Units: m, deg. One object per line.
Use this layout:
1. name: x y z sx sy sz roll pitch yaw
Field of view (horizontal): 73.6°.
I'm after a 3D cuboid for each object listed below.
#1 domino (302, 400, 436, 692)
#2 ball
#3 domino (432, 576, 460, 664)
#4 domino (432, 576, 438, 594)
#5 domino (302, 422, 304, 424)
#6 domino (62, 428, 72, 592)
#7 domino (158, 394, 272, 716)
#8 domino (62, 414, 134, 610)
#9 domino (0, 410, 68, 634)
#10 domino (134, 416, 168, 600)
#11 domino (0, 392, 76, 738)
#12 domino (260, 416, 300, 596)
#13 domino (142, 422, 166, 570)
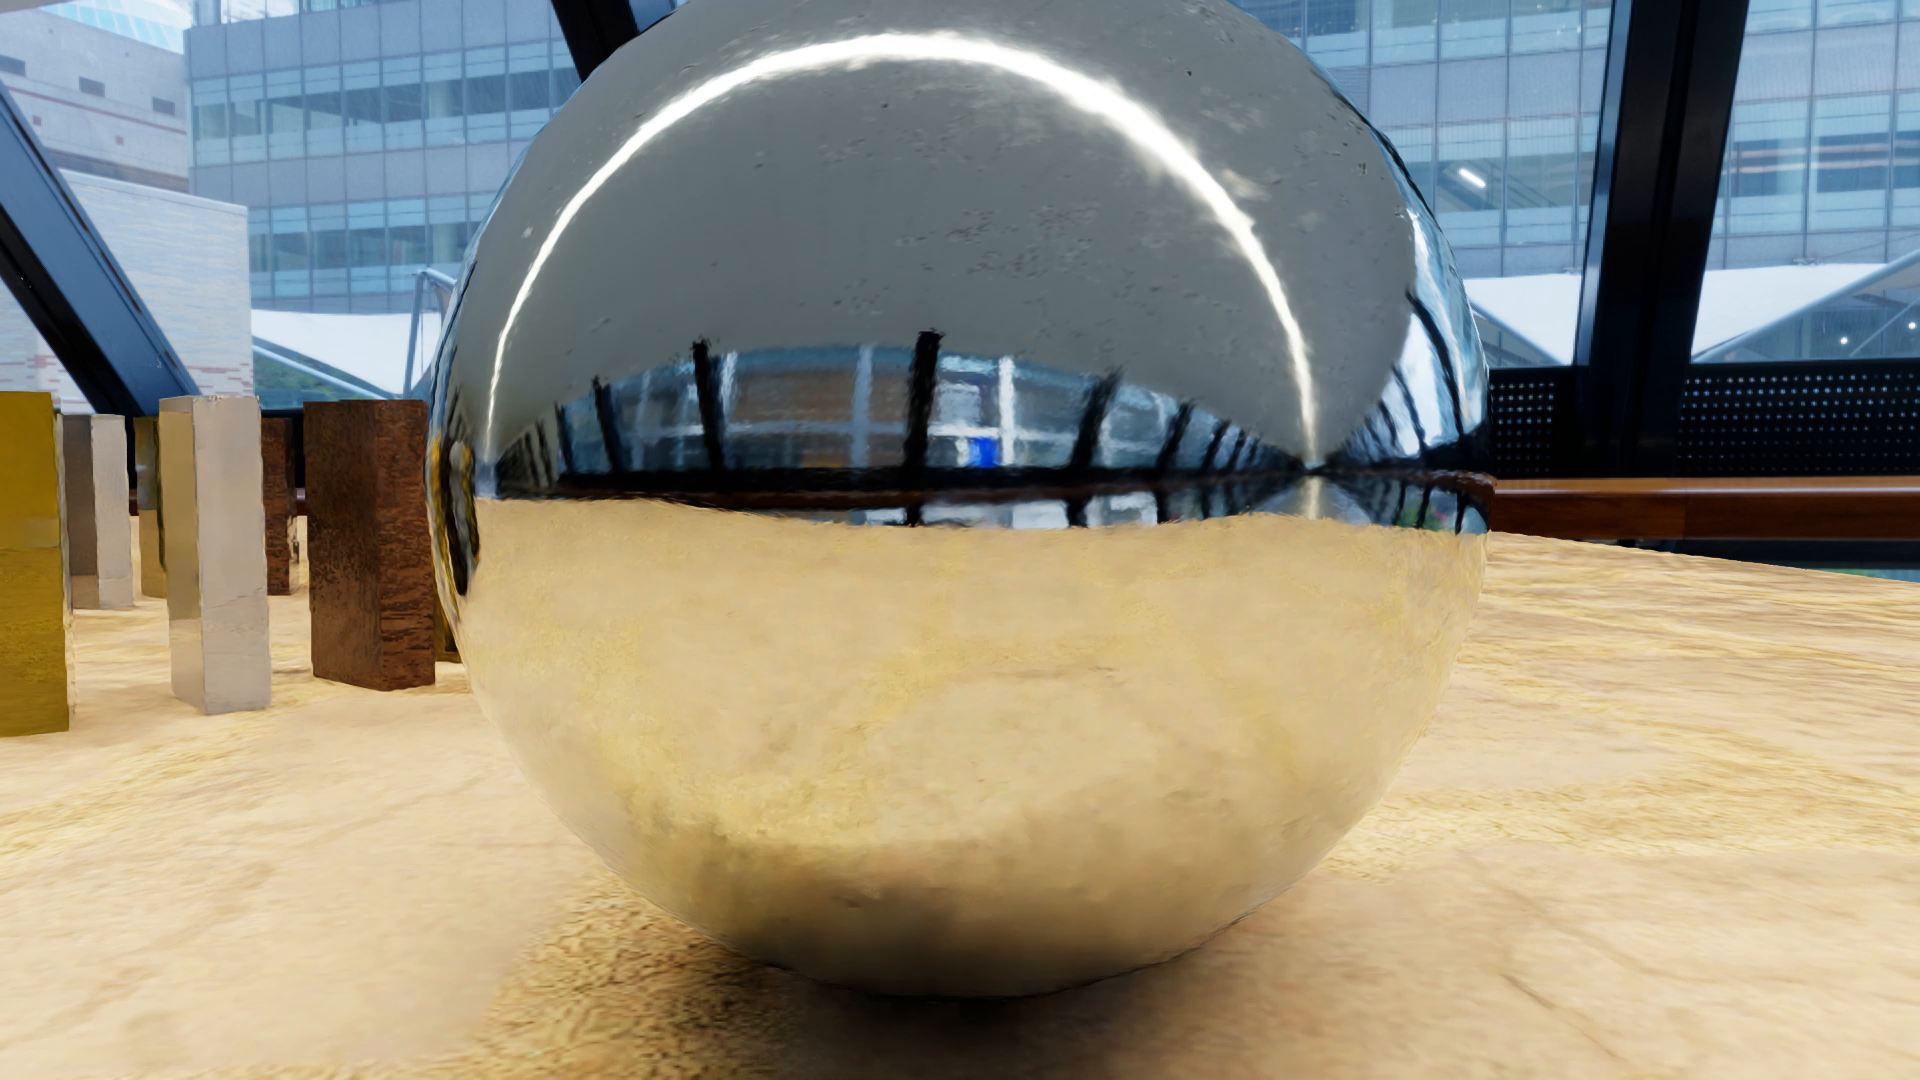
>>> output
1. domino: -0.106 0.000 0.230 0.025 0.050 0.010 3 5 37
2. ball: 0.000 -0.005 0.103 0.080 0.080 0.080 0 4 0
3. domino: -0.094 -0.001 0.251 0.025 0.050 0.010 1 5 18
4. domino: -0.149 -0.010 0.374 0.009 0.050 0.025 2 5 19
5. domino: -0.232 -0.018 0.469 0.009 0.050 0.025 -2 5 -19
6. domino: -0.232 -0.006 0.310 0.025 0.050 0.010 -2 5 -21
7. domino: -0.123 0.002 0.211 0.010 0.050 0.025 -4 6 -42
8. domino: -0.230 -0.008 0.334 0.025 0.050 0.009 1 5 18
9. domino: -0.218 -0.004 0.289 0.025 0.050 0.010 -3 5 -38
10. domino: -0.219 -0.009 0.356 0.025 0.050 0.009 4 6 40
11. domino: -0.143 0.003 0.196 0.010 0.050 0.025 -3 5 -32
12. domino: -0.198 -0.010 0.370 0.010 0.050 0.025 -2 5 -22
13. domino: -0.276 -0.016 0.446 0.010 0.050 0.025 -3 5 -37
